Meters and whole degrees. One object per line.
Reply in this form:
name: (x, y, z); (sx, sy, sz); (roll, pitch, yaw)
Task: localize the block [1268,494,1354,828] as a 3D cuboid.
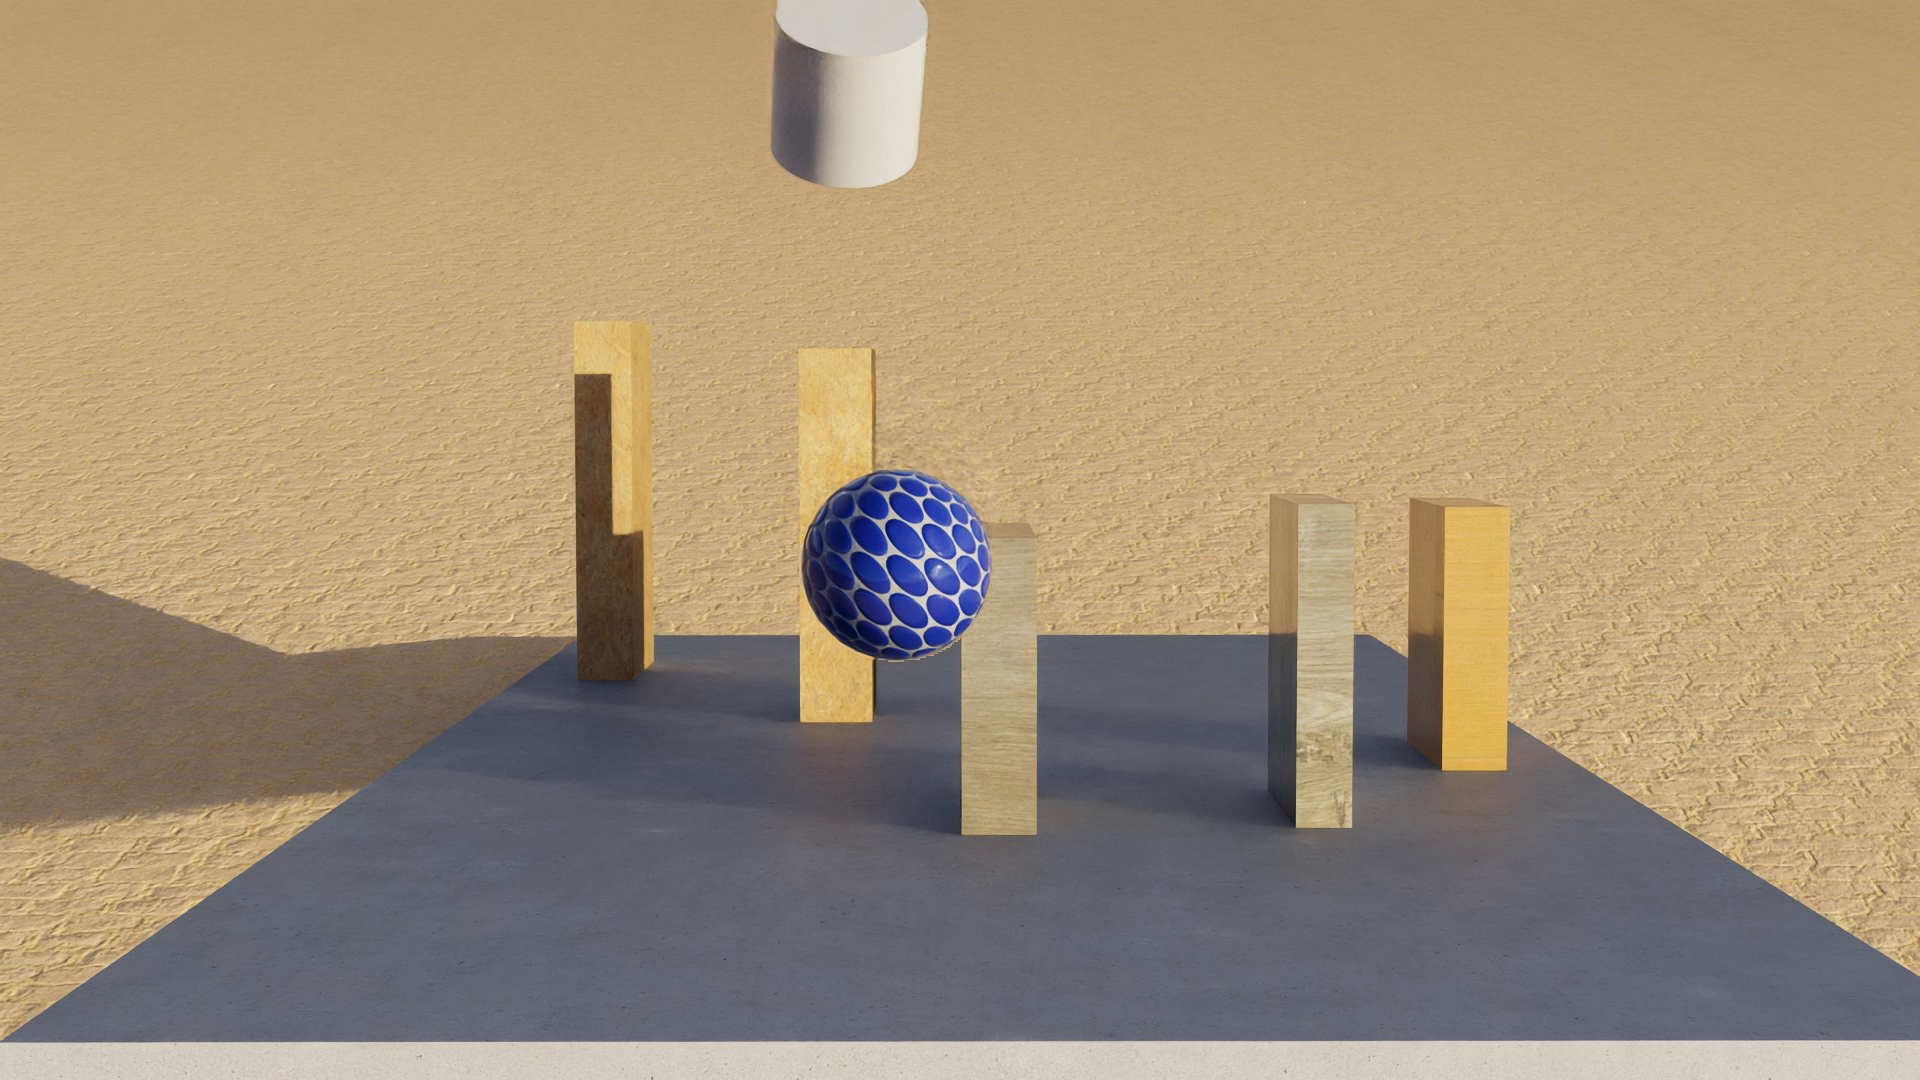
block: (0.529, 0.173, 3.890); (0.081, 0.471, 0.339); (0, 4, 0)

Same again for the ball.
ball: (-0.067, 0.026, 2.713); (0.202, 0.202, 0.202); (0, 20, 0)

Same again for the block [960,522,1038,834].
block: (0.056, 0.198, 3.861); (0.108, 0.426, 0.390); (0, 4, 0)

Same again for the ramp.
ramp: (0.046, 0.418, 4.535); (2.000, 0.100, 4.000); (0, 4, 0)

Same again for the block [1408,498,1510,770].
block: (0.857, 0.154, 4.431); (0.107, 0.439, 0.333); (0, 4, 0)

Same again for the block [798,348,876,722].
block: (-0.236, -0.016, 4.990); (0.137, 0.708, 0.267); (0, 4, 0)

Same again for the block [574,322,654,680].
block: (-0.768, -0.094, 5.714); (0.122, 0.774, 0.367); (0, 4, 0)

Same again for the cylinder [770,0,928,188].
cylinder: (-0.103, -0.419, 2.352); (0.138, 0.138, 0.138); (4, 41, -3)
